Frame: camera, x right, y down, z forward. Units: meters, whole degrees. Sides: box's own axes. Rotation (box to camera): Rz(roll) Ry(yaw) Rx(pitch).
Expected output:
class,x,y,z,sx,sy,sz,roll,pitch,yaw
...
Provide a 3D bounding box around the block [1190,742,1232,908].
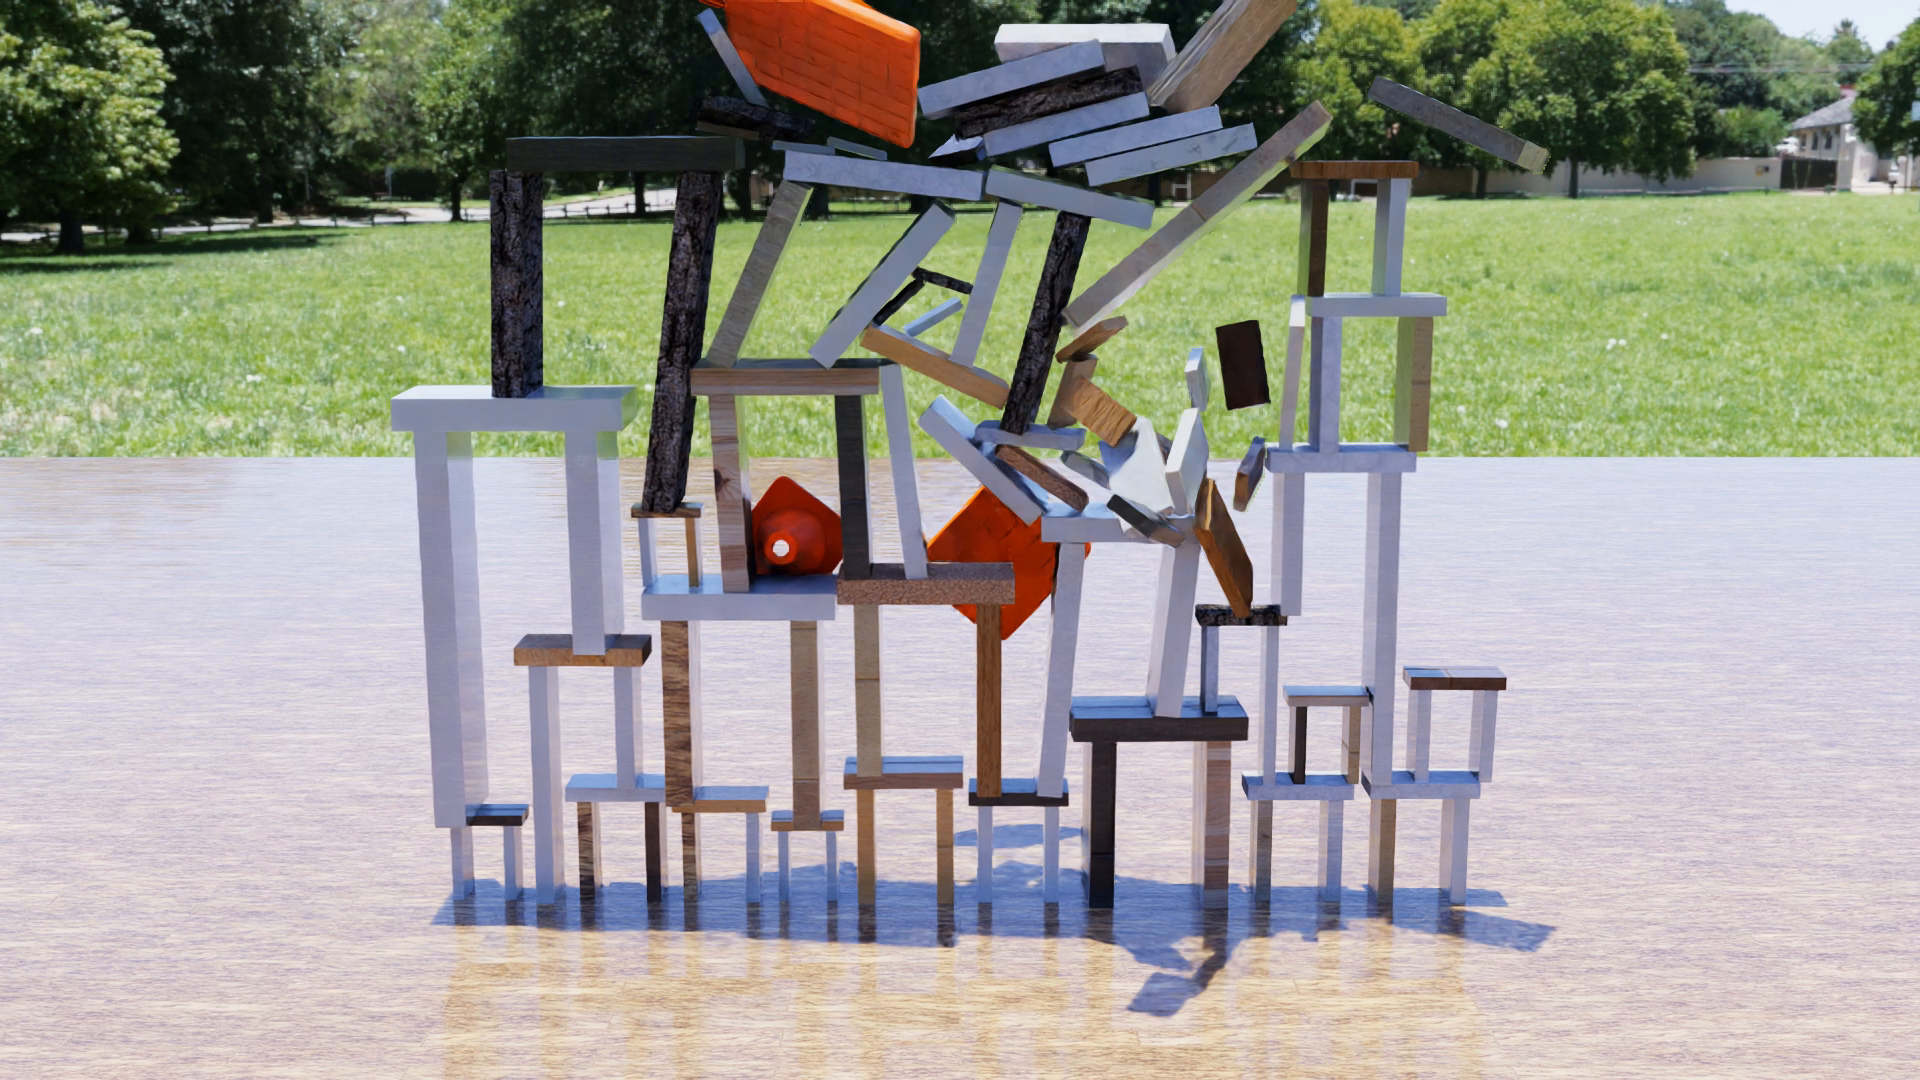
class,x,y,z,sx,sy,sz,roll,pitch,yaw
block,0.416,0.451,3.644,0.040,0.283,0.141,0,11,-2

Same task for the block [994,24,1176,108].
class,x,y,z,sx,sy,sz,roll,pitch,yaw
block,0.209,-0.761,3.532,0.283,0.040,0.142,6,-32,23

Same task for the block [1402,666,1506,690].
class,x,y,z,sx,sy,sz,roll,pitch,yaw
block,0.809,0.226,3.602,0.155,0.022,0.077,0,11,1

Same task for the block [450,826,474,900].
class,x,y,z,sx,sy,sz,roll,pitch,yaw
block,-0.827,0.527,3.658,0.018,0.128,0.064,0,11,3

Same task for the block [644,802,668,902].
class,x,y,z,sx,sy,sz,roll,pitch,yaw
block,-0.504,0.506,3.655,0.024,0.170,0.085,0,11,0

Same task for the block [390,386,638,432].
class,x,y,z,sx,sy,sz,roll,pitch,yaw
block,-0.707,-0.211,3.513,0.359,0.051,0.180,0,11,0

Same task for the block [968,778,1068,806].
class,x,y,z,sx,sy,sz,roll,pitch,yaw
block,0.096,0.417,3.635,0.165,0.023,0.082,0,10,1

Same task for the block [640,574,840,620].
class,x,y,z,sx,sy,sz,roll,pitch,yaw
block,-0.352,0.093,3.572,0.309,0.044,0.154,0,11,0

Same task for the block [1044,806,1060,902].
class,x,y,z,sx,sy,sz,roll,pitch,yaw
block,0.151,0.510,3.651,0.023,0.165,0.082,0,10,0

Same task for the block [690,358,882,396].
class,x,y,z,sx,sy,sz,roll,pitch,yaw
block,-0.275,-0.261,3.509,0.295,0.042,0.148,0,11,0

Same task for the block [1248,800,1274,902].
class,x,y,z,sx,sy,sz,roll,pitch,yaw
block,0.500,0.504,3.658,0.025,0.174,0.087,0,11,0

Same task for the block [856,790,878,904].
class,x,y,z,sx,sy,sz,roll,pitch,yaw
block,-0.155,0.494,3.651,0.028,0.195,0.098,0,11,0

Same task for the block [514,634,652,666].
class,x,y,z,sx,sy,sz,roll,pitch,yaw
block,-0.615,0.180,3.594,0.208,0.029,0.104,0,11,1

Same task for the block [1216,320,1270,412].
class,x,y,z,sx,sy,sz,roll,pitch,yaw
block,0.448,-0.277,3.483,0.067,0.134,0.019,-10,-4,29

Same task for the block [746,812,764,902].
class,x,y,z,sx,sy,sz,roll,pitch,yaw
block,-0.341,0.515,3.651,0.022,0.154,0.077,1,10,0

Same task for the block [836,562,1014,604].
class,x,y,z,sx,sy,sz,roll,pitch,yaw
block,-0.055,0.071,3.574,0.284,0.040,0.142,0,11,0

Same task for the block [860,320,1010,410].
class,x,y,z,sx,sy,sz,roll,pitch,yaw
block,-0.041,-0.281,3.494,0.245,0.035,0.122,24,10,-8

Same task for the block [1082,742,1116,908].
class,x,y,z,sx,sy,sz,roll,pitch,yaw
block,0.229,0.451,3.642,0.040,0.283,0.141,0,11,-2

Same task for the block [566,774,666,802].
class,x,y,z,sx,sy,sz,roll,pitch,yaw
block,-0.561,0.410,3.641,0.170,0.024,0.085,0,11,0

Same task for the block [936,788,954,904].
class,x,y,z,sx,sy,sz,roll,pitch,yaw
block,-0.024,0.494,3.651,0.028,0.195,0.098,0,11,0

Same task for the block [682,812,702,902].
class,x,y,z,sx,sy,sz,roll,pitch,yaw
block,-0.445,0.515,3.651,0.022,0.154,0.077,0,11,0

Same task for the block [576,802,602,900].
class,x,y,z,sx,sy,sz,roll,pitch,yaw
block,-0.616,0.505,3.661,0.024,0.170,0.085,0,11,-1

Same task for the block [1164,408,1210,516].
class,x,y,z,sx,sy,sz,roll,pitch,yaw
block,0.333,-0.115,3.217,0.022,0.079,0.158,-5,36,22

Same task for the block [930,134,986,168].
class,x,y,z,sx,sy,sz,roll,pitch,yaw
block,0.028,-0.659,3.603,0.088,0.025,0.176,-6,30,33

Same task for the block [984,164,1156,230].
class,x,y,z,sx,sy,sz,roll,pitch,yaw
block,0.172,-0.533,3.417,0.259,0.037,0.130,13,13,1

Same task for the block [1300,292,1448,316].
class,x,y,z,sx,sy,sz,roll,pitch,yaw
block,0.654,-0.374,3.495,0.214,0.030,0.107,-1,10,-2

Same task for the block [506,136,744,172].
class,x,y,z,sx,sy,sz,roll,pitch,yaw
block,-0.519,-0.605,3.440,0.348,0.049,0.174,0,11,-1

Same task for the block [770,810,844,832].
class,x,y,z,sx,sy,sz,roll,pitch,yaw
block,-0.252,0.464,3.642,0.120,0.017,0.060,0,11,-2

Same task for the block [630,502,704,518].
class,x,y,z,sx,sy,sz,roll,pitch,yaw
block,-0.471,-0.048,3.550,0.112,0.016,0.056,0,11,-1

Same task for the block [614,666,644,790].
class,x,y,z,sx,sy,sz,roll,pitch,yaw
block,-0.545,0.296,3.616,0.029,0.208,0.104,0,11,0

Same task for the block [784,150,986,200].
class,x,y,z,sx,sy,sz,roll,pitch,yaw
block,-0.114,-0.568,3.430,0.302,0.043,0.151,7,10,2

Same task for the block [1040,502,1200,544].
class,x,y,z,sx,sy,sz,roll,pitch,yaw
block,0.274,-0.028,3.550,0.283,0.040,0.142,1,10,3

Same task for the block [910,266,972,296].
class,x,y,z,sx,sy,sz,roll,pitch,yaw
block,-0.029,-0.409,3.465,0.097,0.014,0.049,17,11,-3

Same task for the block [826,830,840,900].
class,x,y,z,sx,sy,sz,roll,pitch,yaw
block,-0.212,0.532,3.654,0.017,0.120,0.060,-1,11,0

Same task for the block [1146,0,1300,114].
class,x,y,z,sx,sy,sz,roll,pitch,yaw
block,0.411,-0.768,3.431,0.036,0.255,0.127,49,16,24

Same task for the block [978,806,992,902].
class,x,y,z,sx,sy,sz,roll,pitch,yaw
block,0.041,0.509,3.652,0.023,0.165,0.082,0,10,0

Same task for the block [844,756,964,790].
class,x,y,z,sx,sy,sz,roll,pitch,yaw
block,-0.092,0.384,3.630,0.195,0.028,0.098,0,11,0

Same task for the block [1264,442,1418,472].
class,x,y,z,sx,sy,sz,roll,pitch,yaw
block,0.608,-0.133,3.543,0.232,0.033,0.116,0,10,0

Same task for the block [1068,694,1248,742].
class,x,y,z,sx,sy,sz,roll,pitch,yaw
block,0.321,0.293,3.611,0.283,0.040,0.141,0,11,-2

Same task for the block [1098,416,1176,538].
class,x,y,z,sx,sy,sz,roll,pitch,yaw
block,0.268,-0.097,3.322,0.085,0.170,0.024,-31,-37,25

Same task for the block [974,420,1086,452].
class,x,y,z,sx,sy,sz,roll,pitch,yaw
block,0.113,-0.168,3.519,0.166,0.023,0.083,6,13,12

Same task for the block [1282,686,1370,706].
class,x,y,z,sx,sy,sz,roll,pitch,yaw
block,0.600,0.256,3.610,0.131,0.019,0.066,0,11,0

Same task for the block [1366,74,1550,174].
class,x,y,z,sx,sy,sz,roll,pitch,yaw
block,0.764,-0.639,3.373,0.260,0.037,0.130,31,17,25

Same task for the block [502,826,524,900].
class,x,y,z,sx,sy,sz,roll,pitch,yaw
block,-0.743,0.527,3.658,0.018,0.128,0.064,0,11,0

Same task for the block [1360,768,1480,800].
class,x,y,z,sx,sy,sz,roll,pitch,yaw
block,0.760,0.402,3.630,0.179,0.025,0.090,0,11,0

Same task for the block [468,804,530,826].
class,x,y,z,sx,sy,sz,roll,pitch,yaw
block,-0.783,0.455,3.643,0.128,0.018,0.064,0,11,0

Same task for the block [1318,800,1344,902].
class,x,y,z,sx,sy,sz,roll,pitch,yaw
block,0.616,0.504,3.658,0.025,0.174,0.087,0,11,0

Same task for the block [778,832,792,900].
class,x,y,z,sx,sy,sz,roll,pitch,yaw
block,-0.291,0.532,3.654,0.017,0.120,0.060,0,11,0

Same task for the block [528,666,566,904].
class,x,y,z,sx,sy,sz,roll,pitch,yaw
block,-0.682,0.392,3.634,0.029,0.402,0.104,0,11,0

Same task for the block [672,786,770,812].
class,x,y,z,sx,sy,sz,roll,pitch,yaw
block,-0.394,0.428,3.635,0.154,0.022,0.077,0,11,0

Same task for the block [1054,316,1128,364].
class,x,y,z,sx,sy,sz,roll,pitch,yaw
block,0.205,-0.312,3.425,0.058,0.016,0.116,-18,-11,-42

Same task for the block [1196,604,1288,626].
class,x,y,z,sx,sy,sz,roll,pitch,yaw
block,0.458,0.122,3.585,0.142,0.020,0.071,0,10,0

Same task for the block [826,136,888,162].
class,x,y,z,sx,sy,sz,roll,pitch,yaw
block,-0.162,-0.617,3.468,0.096,0.014,0.048,14,7,-5

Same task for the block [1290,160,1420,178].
class,x,y,z,sx,sy,sz,roll,pitch,yaw
block,0.621,-0.583,3.461,0.183,0.026,0.091,-1,10,-2

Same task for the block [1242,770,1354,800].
class,x,y,z,sx,sy,sz,roll,pitch,yaw
block,0.558,0.406,3.639,0.174,0.025,0.087,0,11,0
